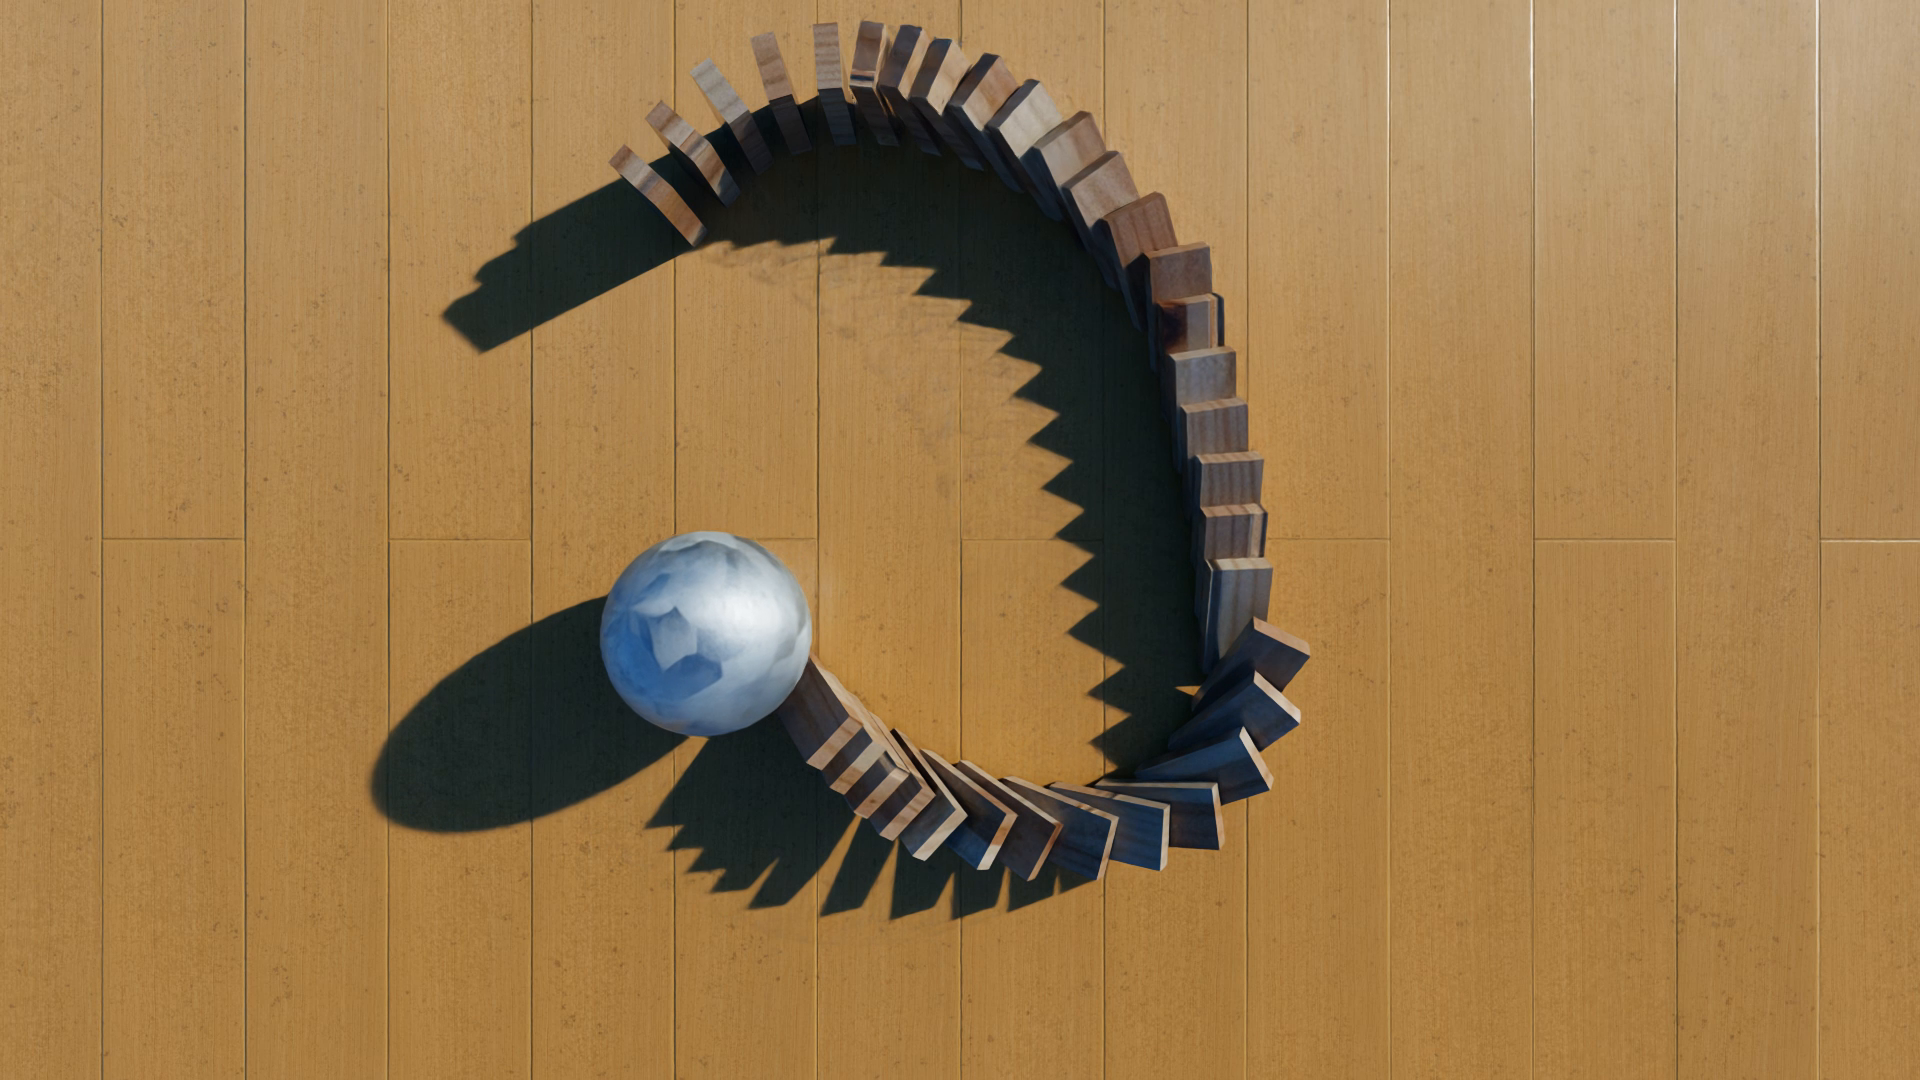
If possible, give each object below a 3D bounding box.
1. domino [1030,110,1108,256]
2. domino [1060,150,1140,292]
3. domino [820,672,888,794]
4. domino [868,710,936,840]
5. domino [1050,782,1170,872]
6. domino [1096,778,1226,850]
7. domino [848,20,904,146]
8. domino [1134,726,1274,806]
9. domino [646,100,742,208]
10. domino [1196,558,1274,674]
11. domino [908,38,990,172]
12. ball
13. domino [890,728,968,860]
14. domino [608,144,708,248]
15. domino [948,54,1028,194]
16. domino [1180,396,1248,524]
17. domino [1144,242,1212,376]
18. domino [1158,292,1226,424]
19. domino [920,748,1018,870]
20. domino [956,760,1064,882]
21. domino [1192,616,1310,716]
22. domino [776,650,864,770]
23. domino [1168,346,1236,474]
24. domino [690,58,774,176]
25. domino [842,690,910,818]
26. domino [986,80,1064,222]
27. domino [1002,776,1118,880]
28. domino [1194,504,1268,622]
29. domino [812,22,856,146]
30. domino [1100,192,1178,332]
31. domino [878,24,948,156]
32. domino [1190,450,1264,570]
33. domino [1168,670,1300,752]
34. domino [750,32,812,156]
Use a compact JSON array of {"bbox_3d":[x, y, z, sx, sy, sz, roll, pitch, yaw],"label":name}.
[{"bbox_3d":[0.052,-0.148,0.381,0.025,0.010,0.050,-36,127,0],"label":"domino"},{"bbox_3d":[0.065,-0.132,0.382,0.025,0.010,0.050,-36,123,0],"label":"domino"},{"bbox_3d":[-0.053,0.078,0.379,0.025,0.050,0.010,-47,134,0],"label":"domino"},{"bbox_3d":[-0.033,0.096,0.379,0.025,0.050,0.009,-47,135,0],"label":"domino"},{"bbox_3d":[0.062,0.119,0.384,0.050,0.010,0.025,4,91,29],"label":"domino"},{"bbox_3d":[0.083,0.114,0.383,0.050,0.010,0.025,-7,91,30],"label":"domino"},{"bbox_3d":[-0.032,-0.185,0.375,0.009,0.050,0.025,10,90,9],"label":"domino"},{"bbox_3d":[0.101,0.099,0.383,0.050,0.009,0.025,-30,90,31],"label":"domino"},{"bbox_3d":[-0.108,-0.156,0.375,0.025,0.050,0.009,41,90,0],"label":"domino"},{"bbox_3d":[0.115,0.032,0.385,0.025,0.009,0.050,-3,116,0],"label":"domino"},{"bbox_3d":[0.001,-0.178,0.376,0.009,0.050,0.025,24,90,32],"label":"domino"},{"bbox_3d":[-0.099,0.036,0.360,0.080,0.080,0.080,0,90,0],"label":"ball"},{"bbox_3d":[-0.021,0.104,0.380,0.025,0.009,0.050,-47,48,0],"label":"domino"},{"bbox_3d":[-0.122,-0.139,0.375,0.025,0.050,0.009,42,90,0],"label":"domino"},{"bbox_3d":[0.018,-0.171,0.378,0.009,0.050,0.025,36,90,41],"label":"domino"},{"bbox_3d":[0.107,-0.033,0.385,0.025,0.009,0.050,-9,117,0],"label":"domino"},{"bbox_3d":[0.092,-0.096,0.384,0.025,0.010,0.050,-11,120,0],"label":"domino"},{"bbox_3d":[0.097,-0.076,0.384,0.025,0.010,0.050,-9,118,0],"label":"domino"},{"bbox_3d":[-0.003,0.111,0.381,0.050,0.010,0.025,28,90,36],"label":"domino"},{"bbox_3d":[0.015,0.117,0.384,0.050,0.009,0.025,28,90,28],"label":"domino"},{"bbox_3d":[0.121,0.058,0.383,0.025,0.010,0.050,26,121,0],"label":"domino"},{"bbox_3d":[-0.062,0.068,0.379,0.025,0.050,0.009,-47,134,0],"label":"domino"},{"bbox_3d":[0.102,-0.054,0.384,0.025,0.009,0.050,-9,117,0],"label":"domino"},{"bbox_3d":[-0.092,-0.172,0.375,0.009,0.050,0.025,-37,90,0],"label":"domino"},{"bbox_3d":[-0.043,0.087,0.379,0.025,0.050,0.009,-46,134,0],"label":"domino"},{"bbox_3d":[0.035,-0.161,0.380,0.025,0.009,0.050,-48,132,0],"label":"domino"},{"bbox_3d":[0.039,0.120,0.384,0.050,0.010,0.025,15,90,28],"label":"domino"},{"bbox_3d":[0.113,0.010,0.385,0.025,0.009,0.050,-4,116,0],"label":"domino"},{"bbox_3d":[-0.051,-0.185,0.375,0.009,0.050,0.025,-4,90,0],"label":"domino"},{"bbox_3d":[0.079,-0.115,0.383,0.025,0.009,0.050,-26,121,0],"label":"domino"},{"bbox_3d":[-0.015,-0.182,0.375,0.010,0.050,0.025,23,90,21],"label":"domino"},{"bbox_3d":[0.111,-0.011,0.385,0.025,0.010,0.050,-4,117,0],"label":"domino"},{"bbox_3d":[0.114,0.079,0.383,0.025,0.010,0.050,42,120,0],"label":"domino"},{"bbox_3d":[-0.072,-0.181,0.375,0.010,0.050,0.025,-17,90,0],"label":"domino"}]
